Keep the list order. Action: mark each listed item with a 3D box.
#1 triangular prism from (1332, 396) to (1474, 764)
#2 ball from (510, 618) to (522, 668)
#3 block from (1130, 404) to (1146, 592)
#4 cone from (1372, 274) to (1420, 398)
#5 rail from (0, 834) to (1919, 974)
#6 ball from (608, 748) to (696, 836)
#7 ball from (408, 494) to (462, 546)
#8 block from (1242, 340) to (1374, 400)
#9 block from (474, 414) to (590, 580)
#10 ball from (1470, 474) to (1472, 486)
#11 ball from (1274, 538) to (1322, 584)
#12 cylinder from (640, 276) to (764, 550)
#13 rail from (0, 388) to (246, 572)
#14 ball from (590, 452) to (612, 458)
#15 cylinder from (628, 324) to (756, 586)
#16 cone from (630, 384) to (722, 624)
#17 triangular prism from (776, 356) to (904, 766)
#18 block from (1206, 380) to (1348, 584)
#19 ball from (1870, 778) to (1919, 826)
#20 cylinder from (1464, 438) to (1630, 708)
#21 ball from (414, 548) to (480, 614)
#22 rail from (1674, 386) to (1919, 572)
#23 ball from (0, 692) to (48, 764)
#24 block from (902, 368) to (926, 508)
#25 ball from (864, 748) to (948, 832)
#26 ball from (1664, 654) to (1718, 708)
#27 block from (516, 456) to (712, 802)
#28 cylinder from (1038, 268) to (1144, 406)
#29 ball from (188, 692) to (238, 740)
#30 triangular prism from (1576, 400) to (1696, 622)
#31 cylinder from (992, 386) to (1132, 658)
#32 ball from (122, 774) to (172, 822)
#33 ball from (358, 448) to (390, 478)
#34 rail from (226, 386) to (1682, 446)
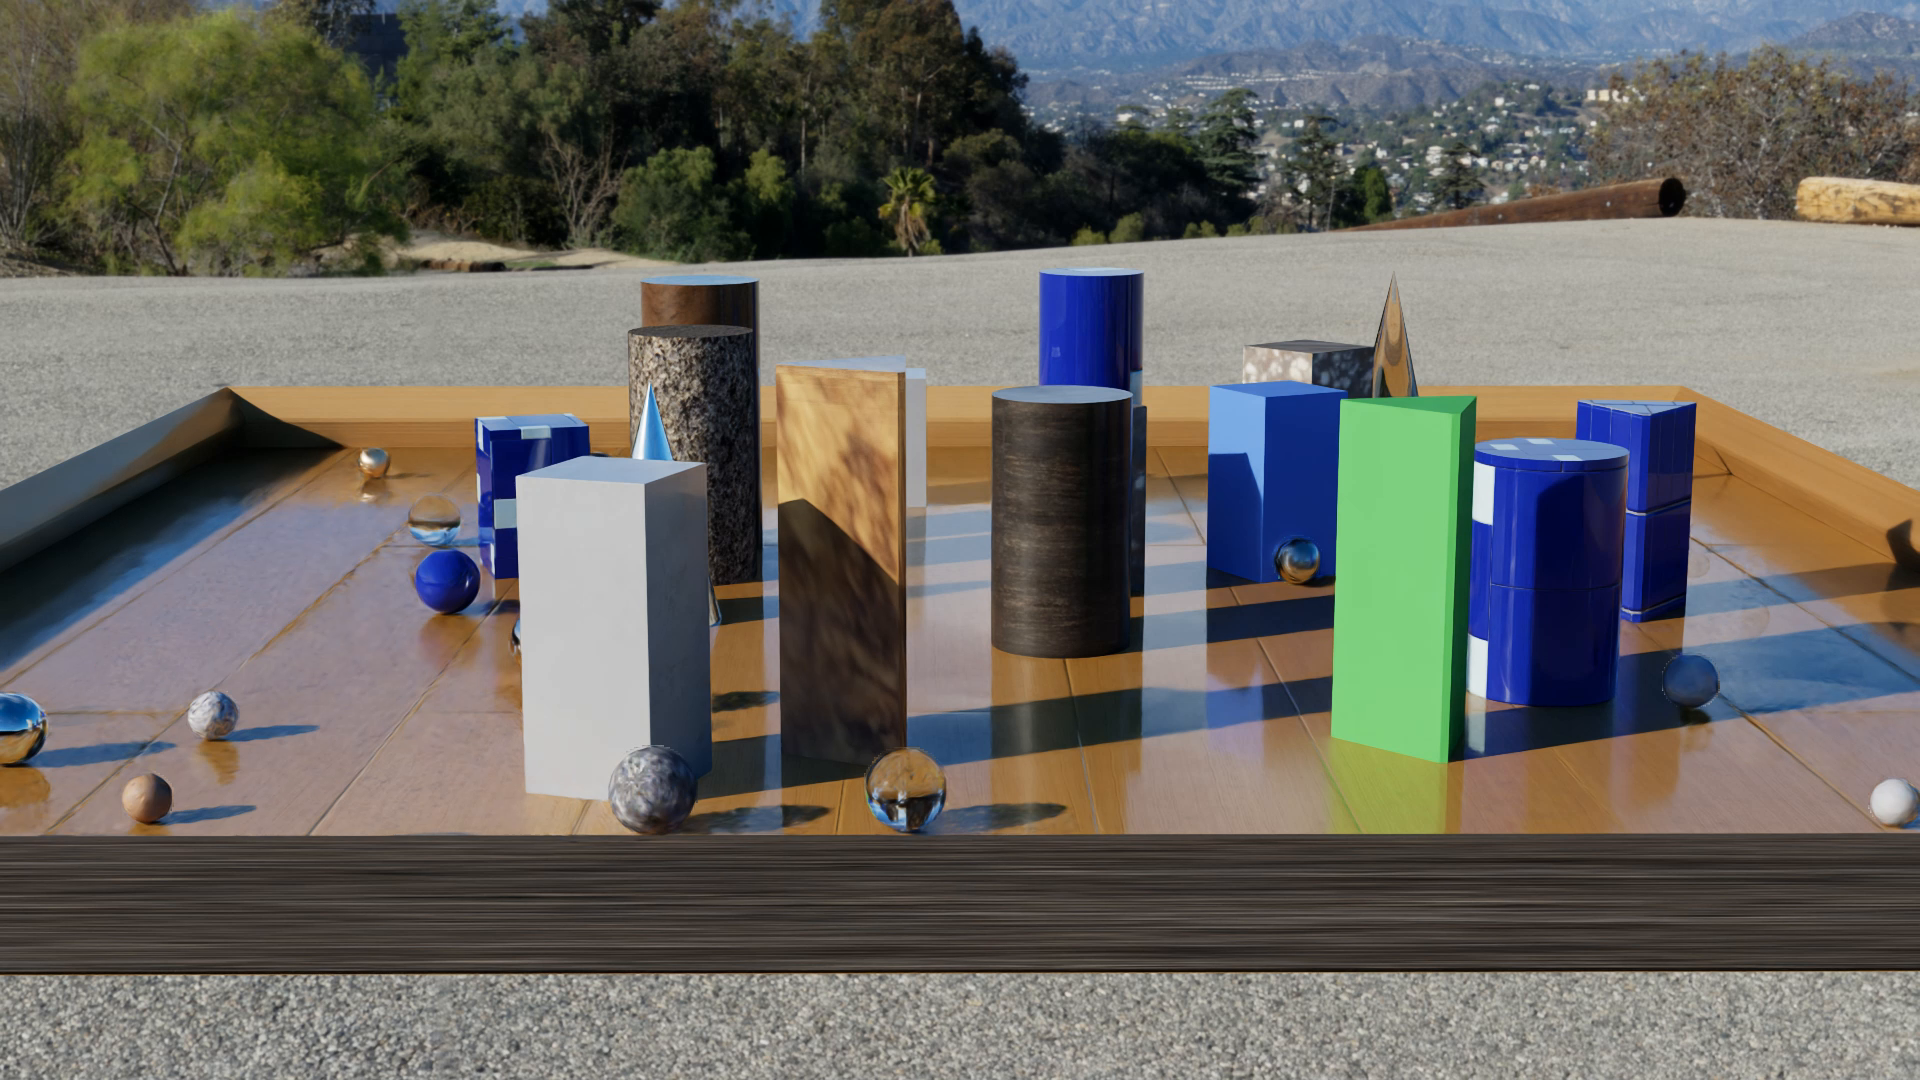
[{"bbox_3d":[0.503,0.034,2.744,0.131,0.368,0.151,-10,14,-41],"label":"triangular prism"},{"bbox_3d":[-0.489,0.120,3.044,0.087,0.087,0.087,0,11,0],"label":"ball"},{"bbox_3d":[0.157,-0.058,3.535,0.140,0.255,0.140,10,15,44],"label":"block"},{"bbox_3d":[0.700,-0.246,4.170,0.175,0.389,0.175,0,11,0],"label":"cone"},{"bbox_3d":[0.008,0.288,2.078,2.745,0.114,0.045,0,11,0],"label":"rail"},{"bbox_3d":[-0.291,0.238,2.430,0.083,0.083,0.083,0,11,0],"label":"ball"},{"bbox_3d":[-0.790,-0.030,3.859,0.080,0.080,0.080,0,11,0],"label":"ball"},{"bbox_3d":[0.532,-0.153,3.945,0.140,0.291,0.140,-9,14,-40],"label":"block"},{"bbox_3d":[-0.613,-0.065,3.690,0.140,0.212,0.140,-4,11,-19],"label":"block"},{"bbox_3d":[0.848,-0.127,4.372,0.081,0.081,0.081,0,11,0],"label":"ball"},{"bbox_3d":[0.471,0.029,3.578,0.064,0.064,0.064,0,11,0],"label":"ball"},{"bbox_3d":[-0.384,-0.187,3.828,0.175,0.401,0.175,0,11,0],"label":"cylinder"},{"bbox_3d":[-1.349,0.031,3.443,0.045,0.114,2.840,0,11,0],"label":"rail"},{"bbox_3d":[-0.604,-0.107,4.274,0.078,0.078,0.078,0,11,0],"label":"ball"},{"bbox_3d":[-0.377,-0.122,3.622,0.175,0.348,0.175,0,11,0],"label":"cylinder"},{"bbox_3d":[-0.400,-0.052,3.343,0.175,0.314,0.175,0,11,0],"label":"cone"},{"bbox_3d":[-0.093,0.018,2.707,0.151,0.414,0.131,6,12,28],"label":"triangular prism"},{"bbox_3d":[0.451,-0.086,3.663,0.140,0.263,0.140,-6,12,-27],"label":"block"},{"bbox_3d":[0.897,0.251,2.459,0.046,0.046,0.046,0,11,0],"label":"ball"},{"bbox_3d":[0.678,0.035,2.970,0.175,0.283,0.175,0,11,0],"label":"cylinder"},{"bbox_3d":[-0.678,0.054,3.397,0.086,0.086,0.086,0,11,0],"label":"ball"},{"bbox_3d":[1.349,0.028,3.458,0.045,0.114,2.840,0,11,0],"label":"rail"},{"bbox_3d":[-0.989,0.197,2.672,0.075,0.075,0.075,0,11,0],"label":"ball"},{"bbox_3d":[-0.126,-0.171,4.250,0.140,0.212,0.140,0,11,-1],"label":"block"},{"bbox_3d":[-0.052,0.238,2.443,0.078,0.078,0.078,0,11,0],"label":"ball"},{"bbox_3d":[0.829,0.160,2.906,0.060,0.060,0.060,0,11,0],"label":"ball"},{"bbox_3d":[-0.346,0.088,2.584,0.140,0.322,0.140,4,11,19],"label":"block"},{"bbox_3d":[0.219,-0.263,4.306,0.175,0.374,0.175,0,11,0],"label":"cylinder"},{"bbox_3d":[-0.807,0.190,2.771,0.052,0.052,0.052,0,11,0],"label":"ball"},{"bbox_3d":[0.878,-0.045,3.418,0.131,0.274,0.151,9,14,38],"label":"triangular prism"},{"bbox_3d":[0.126,-0.026,3.201,0.175,0.315,0.175,0,11,0],"label":"cylinder"},{"bbox_3d":[-0.783,0.249,2.471,0.047,0.047,0.047,0,11,0],"label":"ball"},{"bbox_3d":[-1.023,-0.134,4.483,0.055,0.055,0.055,0,11,0],"label":"ball"},{"bbox_3d":[-0.008,-0.229,4.822,2.745,0.114,0.045,0,11,0],"label":"rail"}]
